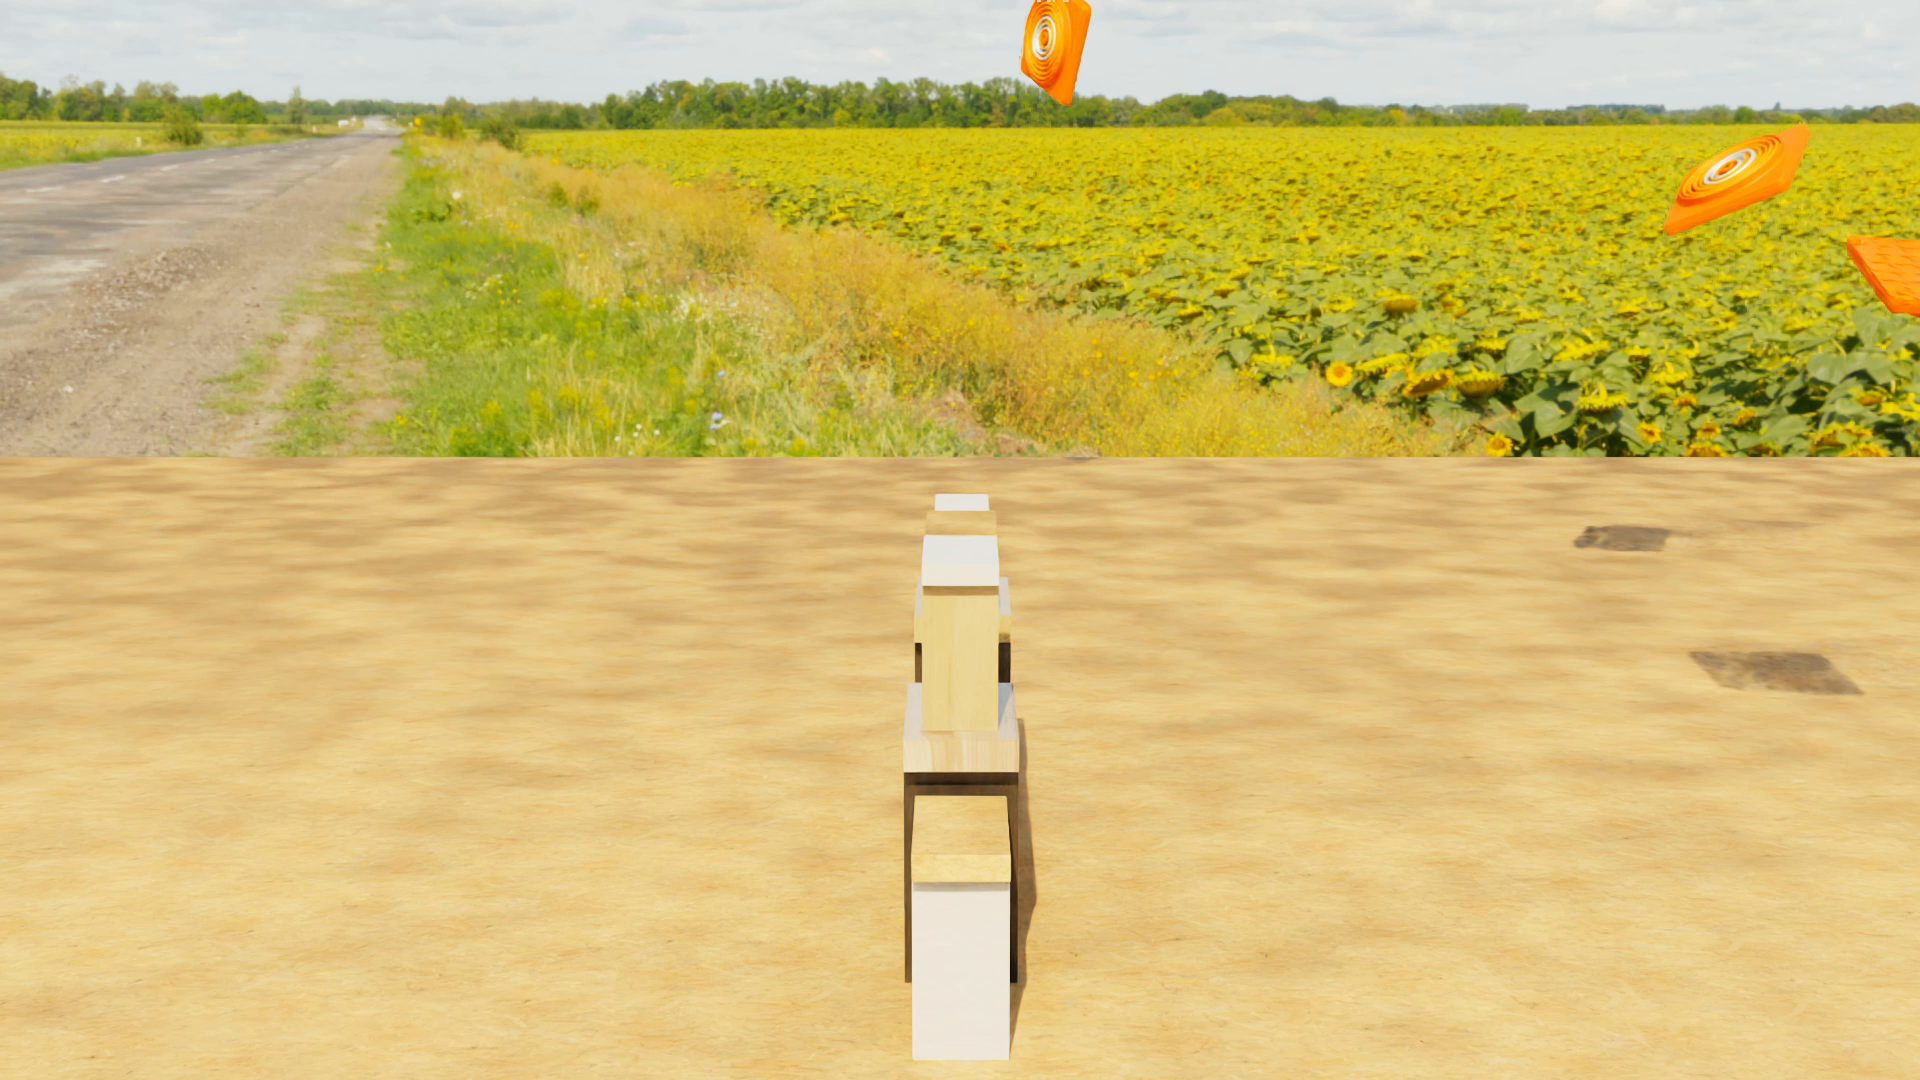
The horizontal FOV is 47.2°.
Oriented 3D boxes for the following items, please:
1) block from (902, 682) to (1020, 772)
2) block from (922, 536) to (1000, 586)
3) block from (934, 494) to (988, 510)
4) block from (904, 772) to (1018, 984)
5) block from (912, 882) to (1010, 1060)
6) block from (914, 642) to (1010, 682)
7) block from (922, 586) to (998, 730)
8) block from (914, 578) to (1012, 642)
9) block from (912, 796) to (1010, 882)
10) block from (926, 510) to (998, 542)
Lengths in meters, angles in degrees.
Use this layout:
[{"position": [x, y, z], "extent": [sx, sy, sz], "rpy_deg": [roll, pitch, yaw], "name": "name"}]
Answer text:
[{"position": [0.001, 0.282, 3.351], "extent": [0.168, 0.048, 0.337], "rpy_deg": [0, 11, 0], "name": "block"}, {"position": [0.001, 0.030, 3.276], "extent": [0.111, 0.031, 0.222], "rpy_deg": [0, 11, 0], "name": "block"}, {"position": [0.003, -0.052, 3.858], "extent": [0.093, 0.026, 0.186], "rpy_deg": [0, 11, 0], "name": "block"}, {"position": [0.001, 0.492, 3.276], "extent": [0.168, 0.337, 0.048], "rpy_deg": [0, 11, 0], "name": "block"}, {"position": [0.001, 0.579, 3.006], "extent": [0.132, 0.265, 0.037], "rpy_deg": [0, 11, 0], "name": "block"}, {"position": [0.005, 0.345, 4.035], "extent": [0.174, 0.348, 0.049], "rpy_deg": [0, 11, 0], "name": "block"}, {"position": [0.000, 0.168, 3.226], "extent": [0.111, 0.222, 0.031], "rpy_deg": [0, 11, 0], "name": "block"}, {"position": [0.005, 0.128, 4.113], "extent": [0.174, 0.049, 0.348], "rpy_deg": [0, 11, 0], "name": "block"}, {"position": [0.001, 0.414, 3.065], "extent": [0.132, 0.037, 0.265], "rpy_deg": [0, 11, 0], "name": "block"}, {"position": [0.002, -0.013, 3.500], "extent": [0.112, 0.032, 0.223], "rpy_deg": [0, 11, 0], "name": "block"}]
